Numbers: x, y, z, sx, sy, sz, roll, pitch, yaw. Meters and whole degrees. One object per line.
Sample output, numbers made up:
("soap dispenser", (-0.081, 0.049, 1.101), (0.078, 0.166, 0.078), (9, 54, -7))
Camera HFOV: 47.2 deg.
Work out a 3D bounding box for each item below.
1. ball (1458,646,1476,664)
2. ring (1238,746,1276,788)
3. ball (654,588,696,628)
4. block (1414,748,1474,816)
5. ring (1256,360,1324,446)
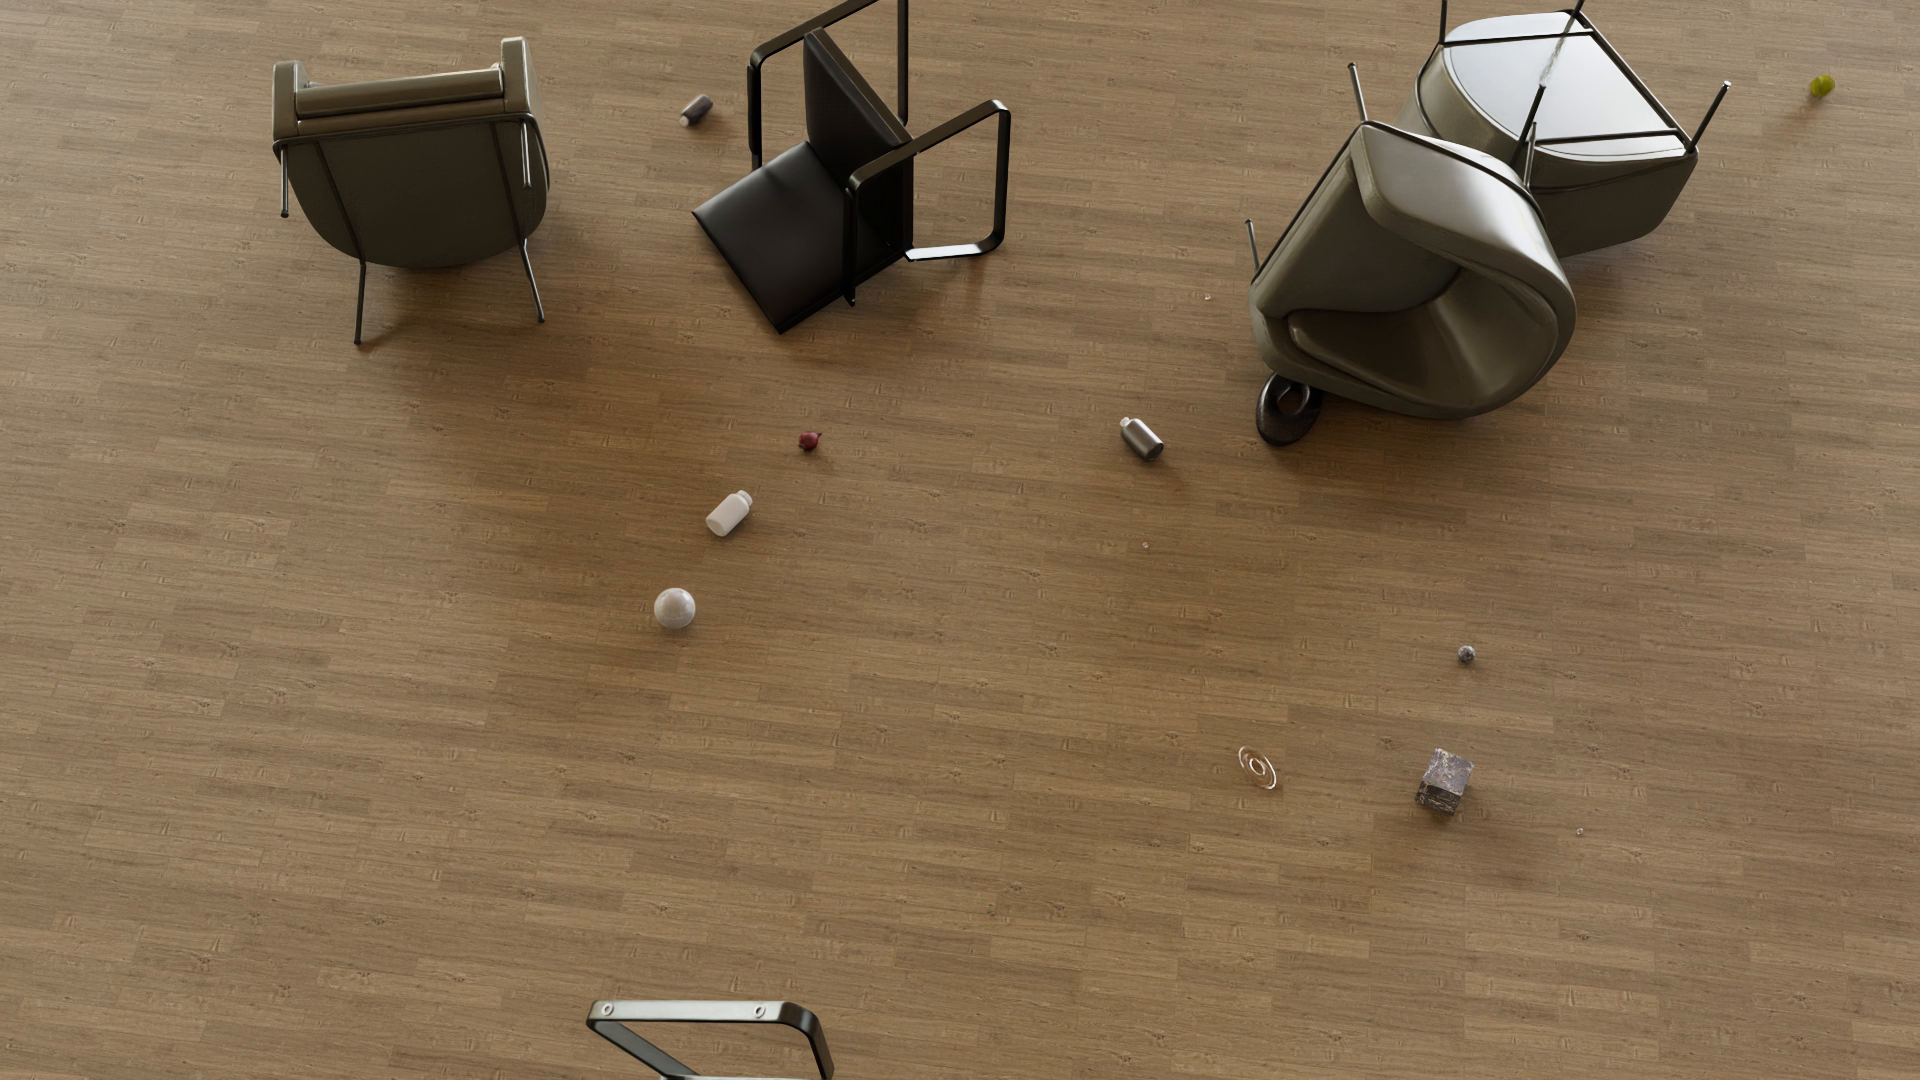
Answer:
("ball", (1.456, 0.329, 6.323), (0.051, 0.051, 0.051), (0, 56, 0))
("ring", (0.830, 0.634, 6.137), (0.075, 0.018, 0.148), (-25, 60, -15))
("ball", (-0.826, 0.198, 6.369), (0.119, 0.119, 0.119), (0, 56, 0))
("block", (1.334, 0.666, 6.055), (0.112, 0.120, 0.114), (23, 59, 15))
("ring", (1.022, -0.426, 6.812), (0.196, 0.082, 0.345), (20, 58, 12))
